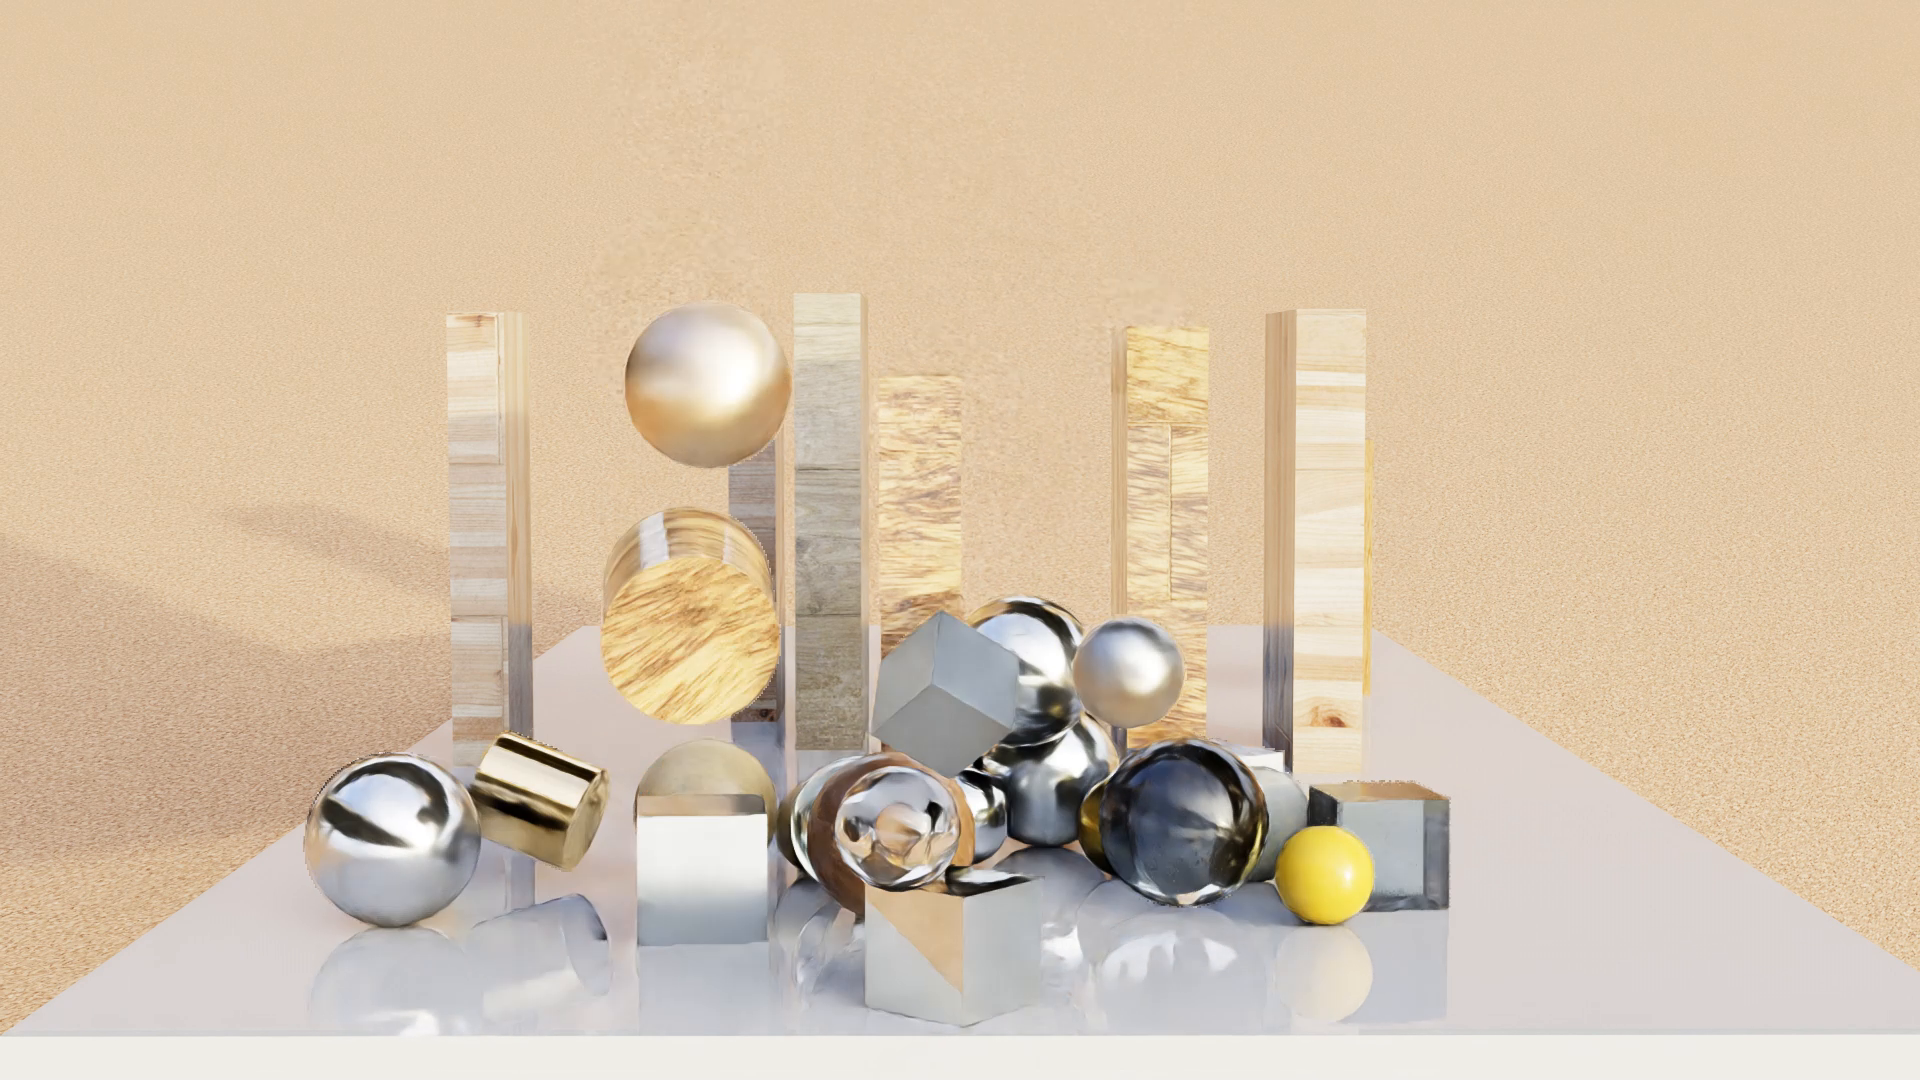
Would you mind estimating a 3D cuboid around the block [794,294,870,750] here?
[{"bbox_3d":[-0.227,-0.043,4.601,0.114,0.784,0.399,0,4,0],"label":"block"}]

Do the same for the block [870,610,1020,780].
[{"bbox_3d":[-0.016,0.173,2.858,0.112,0.112,0.112,32,39,-22],"label":"block"}]

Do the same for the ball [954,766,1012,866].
[{"bbox_3d":[0.001,0.365,3.394,0.134,0.134,0.134,0,19,0],"label":"ball"}]

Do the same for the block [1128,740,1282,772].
[{"bbox_3d":[0.327,0.355,3.439,0.147,0.147,0.147,-3,5,-35],"label":"block"}]

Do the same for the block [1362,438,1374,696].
[{"bbox_3d":[0.770,0.046,5.271,0.109,0.514,0.274,0,4,0],"label":"block"}]

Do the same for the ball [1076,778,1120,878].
[{"bbox_3d":[0.218,0.370,3.319,0.135,0.135,0.135,0,19,0],"label":"ball"}]

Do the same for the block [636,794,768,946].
[{"bbox_3d":[-0.303,0.384,3.010,0.148,0.148,0.148,0,4,-7],"label":"block"}]

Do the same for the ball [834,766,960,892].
[{"bbox_3d":[-0.063,0.292,2.594,0.127,0.127,0.127,0,19,0],"label":"ball"}]

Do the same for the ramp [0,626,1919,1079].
[{"bbox_3d":[0.045,0.404,4.539,2.000,0.100,4.000,0,4,0],"label":"ramp"}]

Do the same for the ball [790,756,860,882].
[{"bbox_3d":[-0.125,0.357,3.207,0.173,0.173,0.173,0,19,0],"label":"ball"}]

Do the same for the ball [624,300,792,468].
[{"bbox_3d":[-0.295,-0.182,3.001,0.195,0.195,0.195,0,19,0],"label":"ball"}]

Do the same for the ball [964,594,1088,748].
[{"bbox_3d":[0.082,0.173,3.401,0.202,0.202,0.202,0,19,0],"label":"ball"}]

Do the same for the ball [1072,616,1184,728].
[{"bbox_3d":[0.161,0.126,2.464,0.108,0.108,0.108,0,19,0],"label":"ball"}]

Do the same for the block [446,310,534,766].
[{"bbox_3d":[-0.792,-0.008,4.339,0.093,0.751,0.247,0,4,0],"label":"block"}]

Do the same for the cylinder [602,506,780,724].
[{"bbox_3d":[-0.294,0.079,2.784,0.186,0.186,0.186,-2,18,-7],"label":"cylinder"}]

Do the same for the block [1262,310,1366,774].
[{"bbox_3d":[0.596,-0.010,4.348,0.112,0.751,0.415,0,4,0],"label":"block"}]

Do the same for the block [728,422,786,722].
[{"bbox_3d":[-0.384,0.017,4.875,0.087,0.626,0.253,0,4,0],"label":"block"}]

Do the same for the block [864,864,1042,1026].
[{"bbox_3d":[-0.007,0.417,2.658,0.130,0.130,0.130,3,4,38],"label":"block"}]

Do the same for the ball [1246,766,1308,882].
[{"bbox_3d":[0.378,0.364,3.294,0.150,0.150,0.150,0,19,0],"label":"ball"}]

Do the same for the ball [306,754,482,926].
[{"bbox_3d":[-0.671,0.355,3.040,0.204,0.204,0.204,0,19,0],"label":"ball"}]

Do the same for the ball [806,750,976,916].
[{"bbox_3d":[-0.081,0.349,3.024,0.200,0.200,0.200,0,19,0],"label":"ball"}]

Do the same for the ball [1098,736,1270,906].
[{"bbox_3d":[0.274,0.345,3.146,0.208,0.208,0.208,0,19,0],"label":"ball"}]

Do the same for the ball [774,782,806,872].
[{"bbox_3d":[-0.180,0.374,3.344,0.124,0.124,0.124,0,19,0],"label":"ball"}]

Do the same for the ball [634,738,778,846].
[{"bbox_3d":[-0.325,0.347,3.285,0.185,0.185,0.185,0,19,0],"label":"ball"}]

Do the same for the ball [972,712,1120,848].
[{"bbox_3d":[0.118,0.321,3.534,0.203,0.203,0.203,0,19,0],"label":"ball"}]

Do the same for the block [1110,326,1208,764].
[{"bbox_3d":[0.293,0.044,3.820,0.114,0.716,0.369,0,4,0],"label":"block"}]

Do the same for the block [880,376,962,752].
[{"bbox_3d":[-0.054,0.090,3.663,0.111,0.647,0.320,0,4,0],"label":"block"}]

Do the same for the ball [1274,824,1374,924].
[{"bbox_3d":[0.432,0.397,3.045,0.117,0.117,0.117,0,19,0],"label":"ball"}]

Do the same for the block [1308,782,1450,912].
[{"bbox_3d":[0.517,0.379,3.179,0.135,0.135,0.135,-1,4,-10],"label":"block"}]
